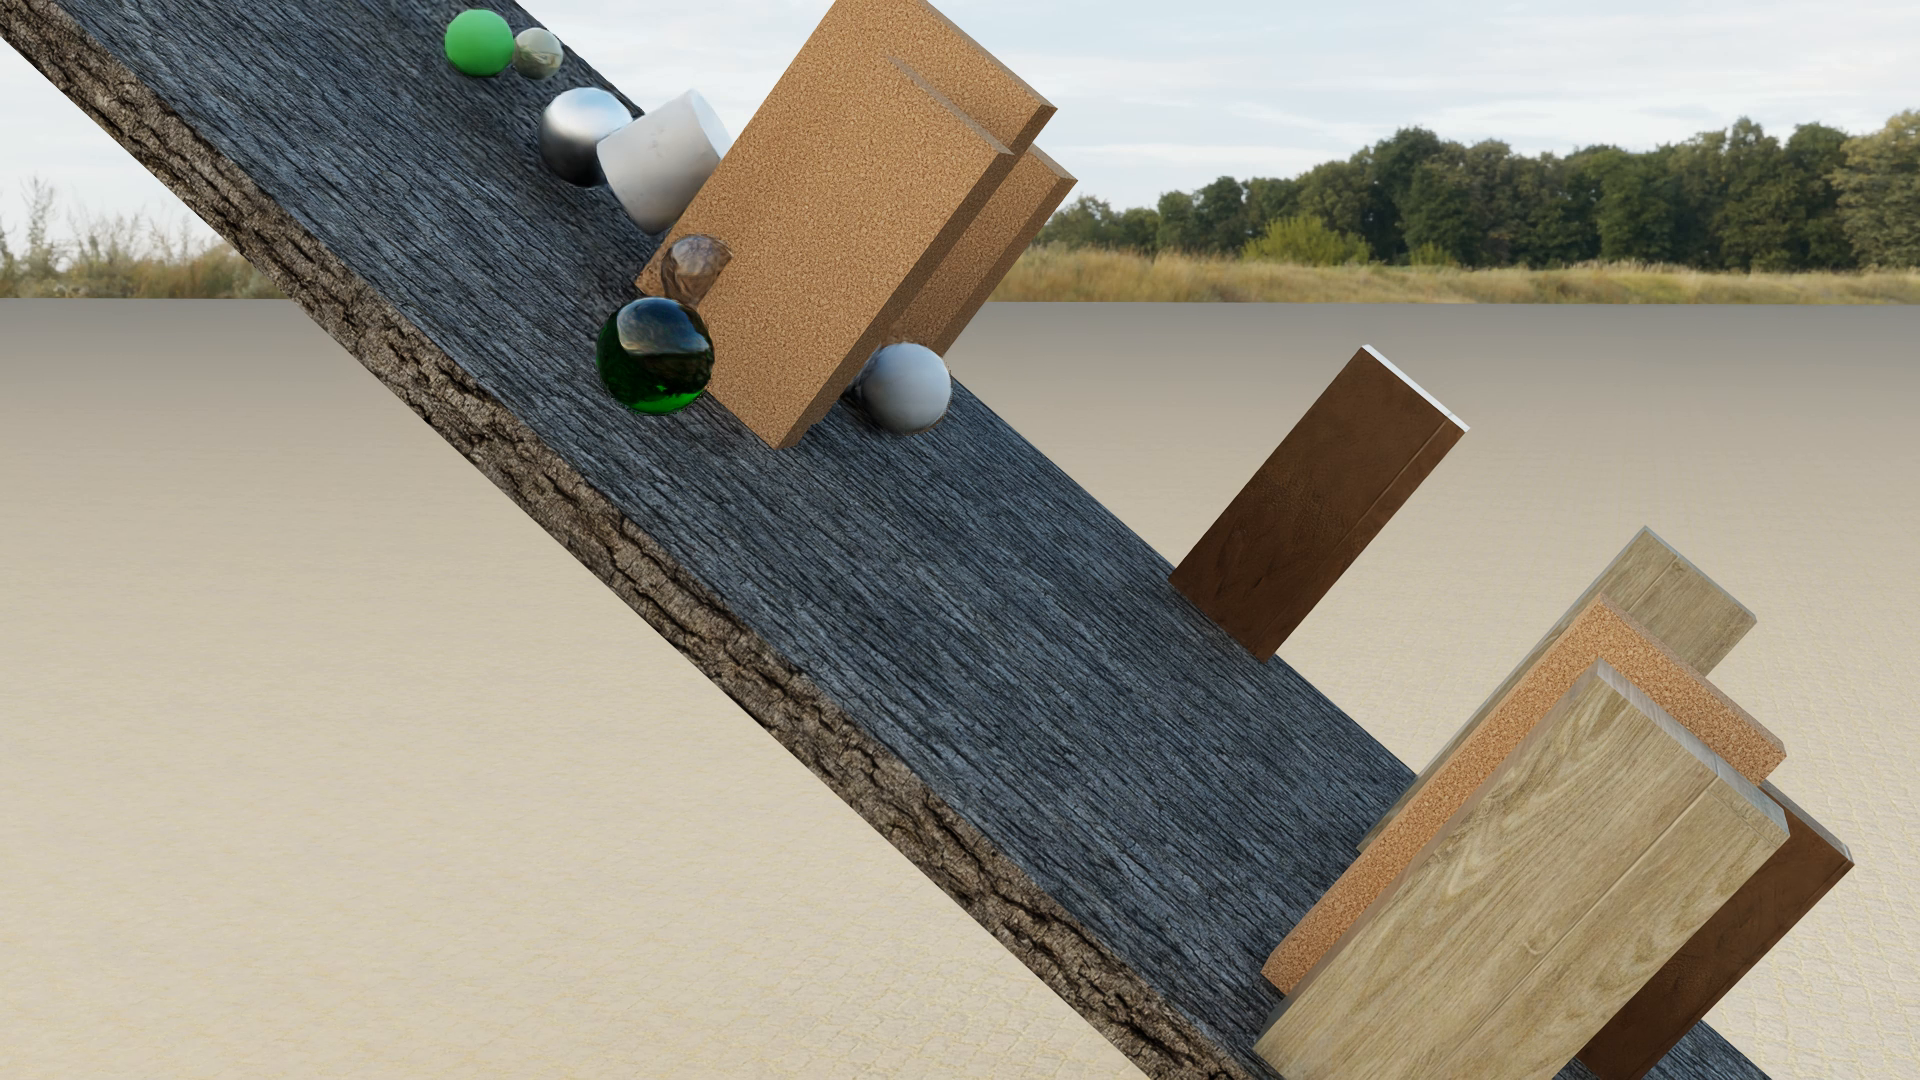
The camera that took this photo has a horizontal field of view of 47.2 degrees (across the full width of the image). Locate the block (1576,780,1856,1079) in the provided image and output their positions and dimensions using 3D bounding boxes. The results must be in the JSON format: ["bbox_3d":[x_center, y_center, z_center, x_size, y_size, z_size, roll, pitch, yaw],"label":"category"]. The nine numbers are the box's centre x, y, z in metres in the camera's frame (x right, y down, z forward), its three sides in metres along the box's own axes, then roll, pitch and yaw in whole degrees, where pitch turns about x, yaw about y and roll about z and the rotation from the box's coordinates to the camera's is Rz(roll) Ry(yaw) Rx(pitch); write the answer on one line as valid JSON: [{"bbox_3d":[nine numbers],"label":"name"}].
[{"bbox_3d":[1.269,0.678,3.914,0.275,0.583,0.121,41,16,9],"label":"block"}]

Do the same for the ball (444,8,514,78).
[{"bbox_3d":[-0.969,-1.001,4.436,0.138,0.138,0.138,0,7,0],"label":"ball"}]

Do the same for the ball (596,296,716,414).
[{"bbox_3d":[-0.481,-0.293,3.477,0.186,0.186,0.186,0,7,0],"label":"ball"}]

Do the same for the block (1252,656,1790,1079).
[{"bbox_3d":[0.749,0.529,2.976,0.310,0.700,0.149,41,16,9],"label":"block"}]

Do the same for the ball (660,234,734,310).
[{"bbox_3d":[-0.463,-0.474,3.903,0.137,0.137,0.137,0,7,0],"label":"ball"}]

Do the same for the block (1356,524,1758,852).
[{"bbox_3d":[1.079,0.354,4.012,0.248,0.787,0.090,41,16,9],"label":"block"}]

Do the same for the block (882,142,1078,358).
[{"bbox_3d":[-0.104,-0.663,4.610,0.426,0.570,0.145,41,16,9],"label":"block"}]

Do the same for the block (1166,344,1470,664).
[{"bbox_3d":[0.771,-0.076,4.751,0.281,0.657,0.129,41,16,9],"label":"block"}]

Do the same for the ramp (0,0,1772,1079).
[{"bbox_3d":[-0.012,0.062,4.046,4.000,0.100,2.000,41,16,9],"label":"ramp"}]

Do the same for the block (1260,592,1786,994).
[{"bbox_3d":[0.807,0.465,3.196,0.326,0.744,0.099,41,16,9],"label":"block"}]

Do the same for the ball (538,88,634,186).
[{"bbox_3d":[-0.725,-0.783,4.277,0.190,0.190,0.190,0,7,0],"label":"ball"}]

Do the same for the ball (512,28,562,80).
[{"bbox_3d":[-0.882,-1.012,4.584,0.107,0.107,0.107,0,7,0],"label":"ball"}]

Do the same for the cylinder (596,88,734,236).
[{"bbox_3d":[-0.541,-0.711,4.143,0.204,0.204,0.204,-28,2,10],"label":"cylinder"}]

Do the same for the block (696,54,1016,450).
[{"bbox_3d":[-0.211,-0.487,3.768,0.263,0.641,0.099,41,16,9],"label":"block"}]

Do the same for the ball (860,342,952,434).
[{"bbox_3d":[-0.107,-0.299,4.322,0.178,0.178,0.178,0,7,0],"label":"ball"}]

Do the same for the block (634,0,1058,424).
[{"bbox_3d":[-0.213,-0.617,3.965,0.411,0.725,0.114,41,16,9],"label":"block"}]

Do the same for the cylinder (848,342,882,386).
[{"bbox_3d":[-0.255,-0.412,4.299,0.179,0.179,0.179,-1,26,-10],"label":"cylinder"}]
